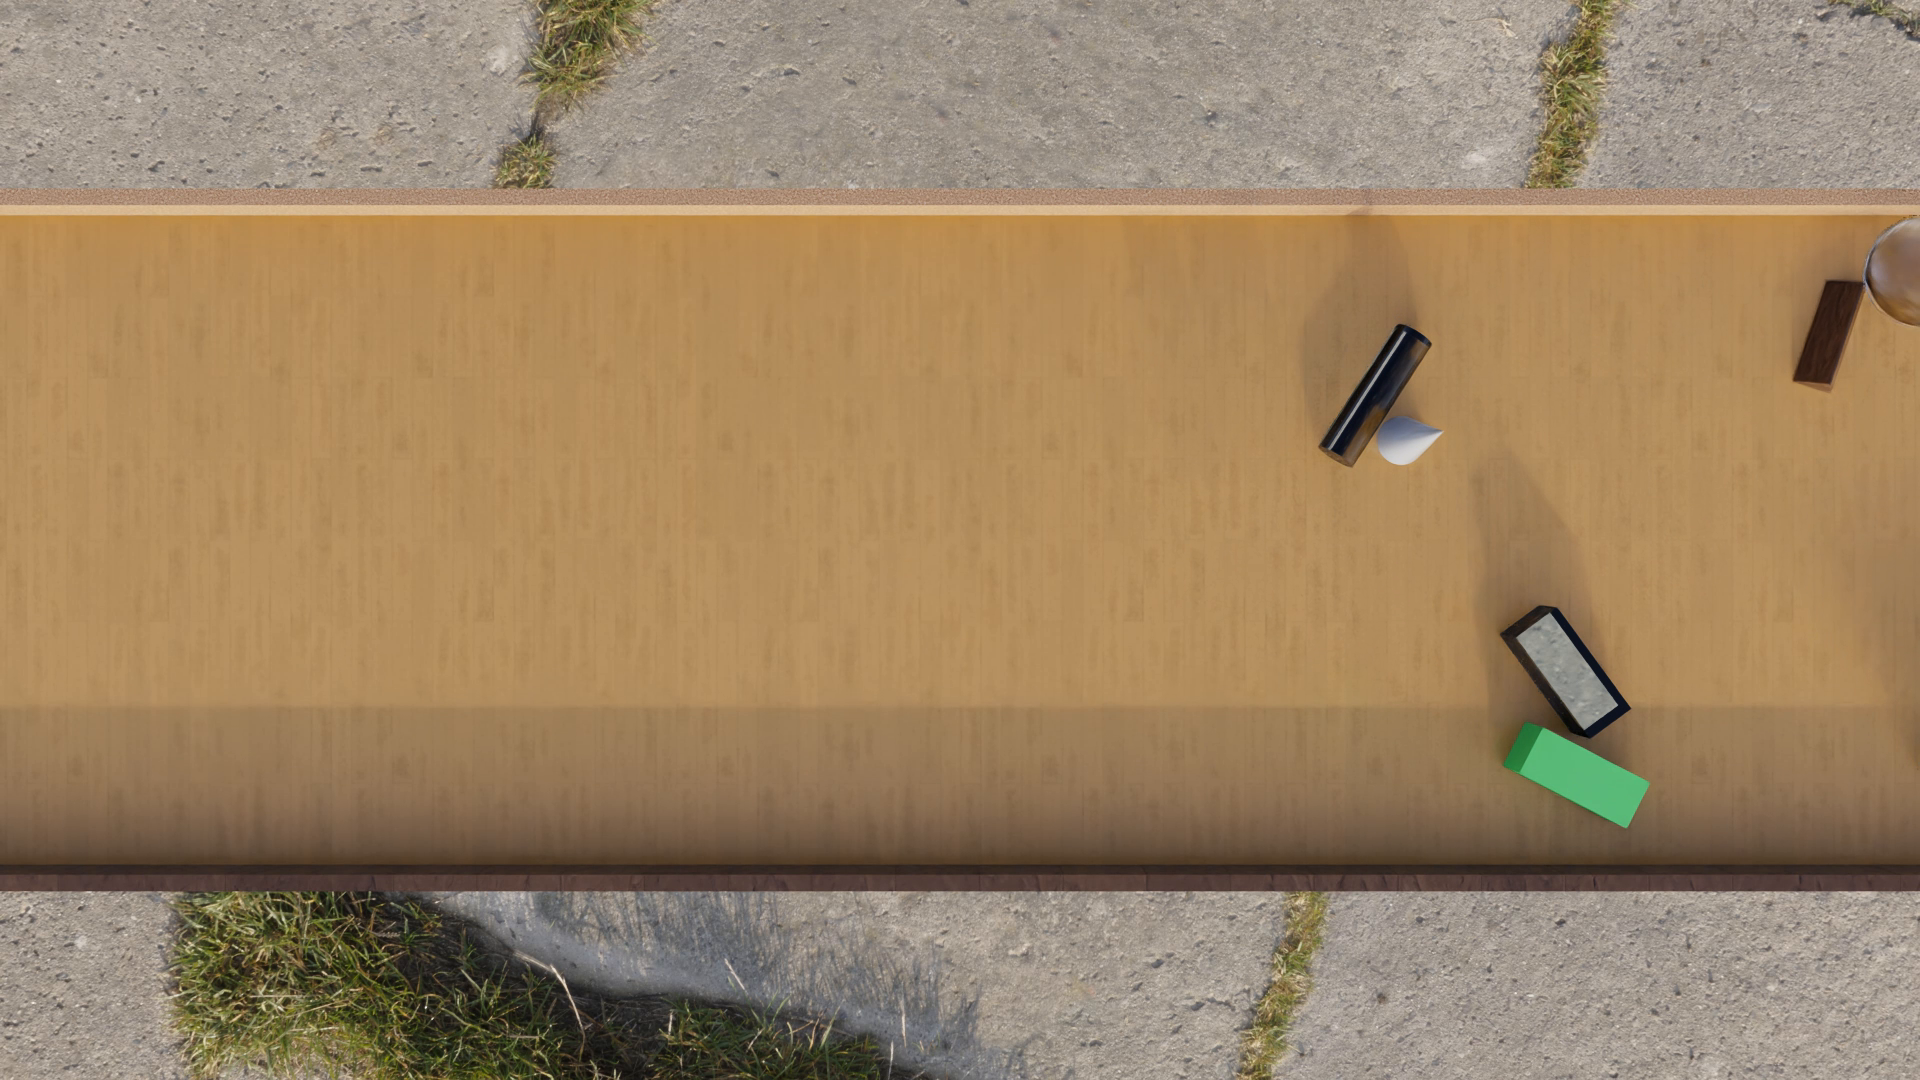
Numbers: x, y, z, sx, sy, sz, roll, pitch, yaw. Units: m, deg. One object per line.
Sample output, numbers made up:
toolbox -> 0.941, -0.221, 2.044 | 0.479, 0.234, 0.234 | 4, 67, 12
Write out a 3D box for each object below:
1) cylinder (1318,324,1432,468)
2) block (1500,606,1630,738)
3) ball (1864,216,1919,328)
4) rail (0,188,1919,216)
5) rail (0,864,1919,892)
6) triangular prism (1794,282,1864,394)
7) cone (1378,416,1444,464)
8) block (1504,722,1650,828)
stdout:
cylinder -> 1.261, -0.438, 5.015 | 0.123, 0.123, 0.440 | 33, 90, 0
block -> 1.832, 0.397, 5.000 | 0.152, 0.152, 0.375 | -36, 90, 0
ball -> 2.881, -0.798, 4.909 | 0.334, 0.334, 0.334 | 0, 90, 0
rail -> -2.247, -1.025, 5.002 | 12.000, 0.150, 0.050 | 0, 90, 0
rail -> -2.247, 1.025, 5.001 | 12.000, 0.150, 0.050 | 0, 90, 0
triangular prism -> 2.671, -0.623, 5.022 | 0.120, 0.104, 0.324 | 19, 90, 0
cone -> 1.360, -0.306, 4.856 | 0.150, 0.440, 0.150 | 0, 90, 0
block -> 1.866, 0.710, 5.000 | 0.361, 0.153, 0.153 | 27, 90, 0
